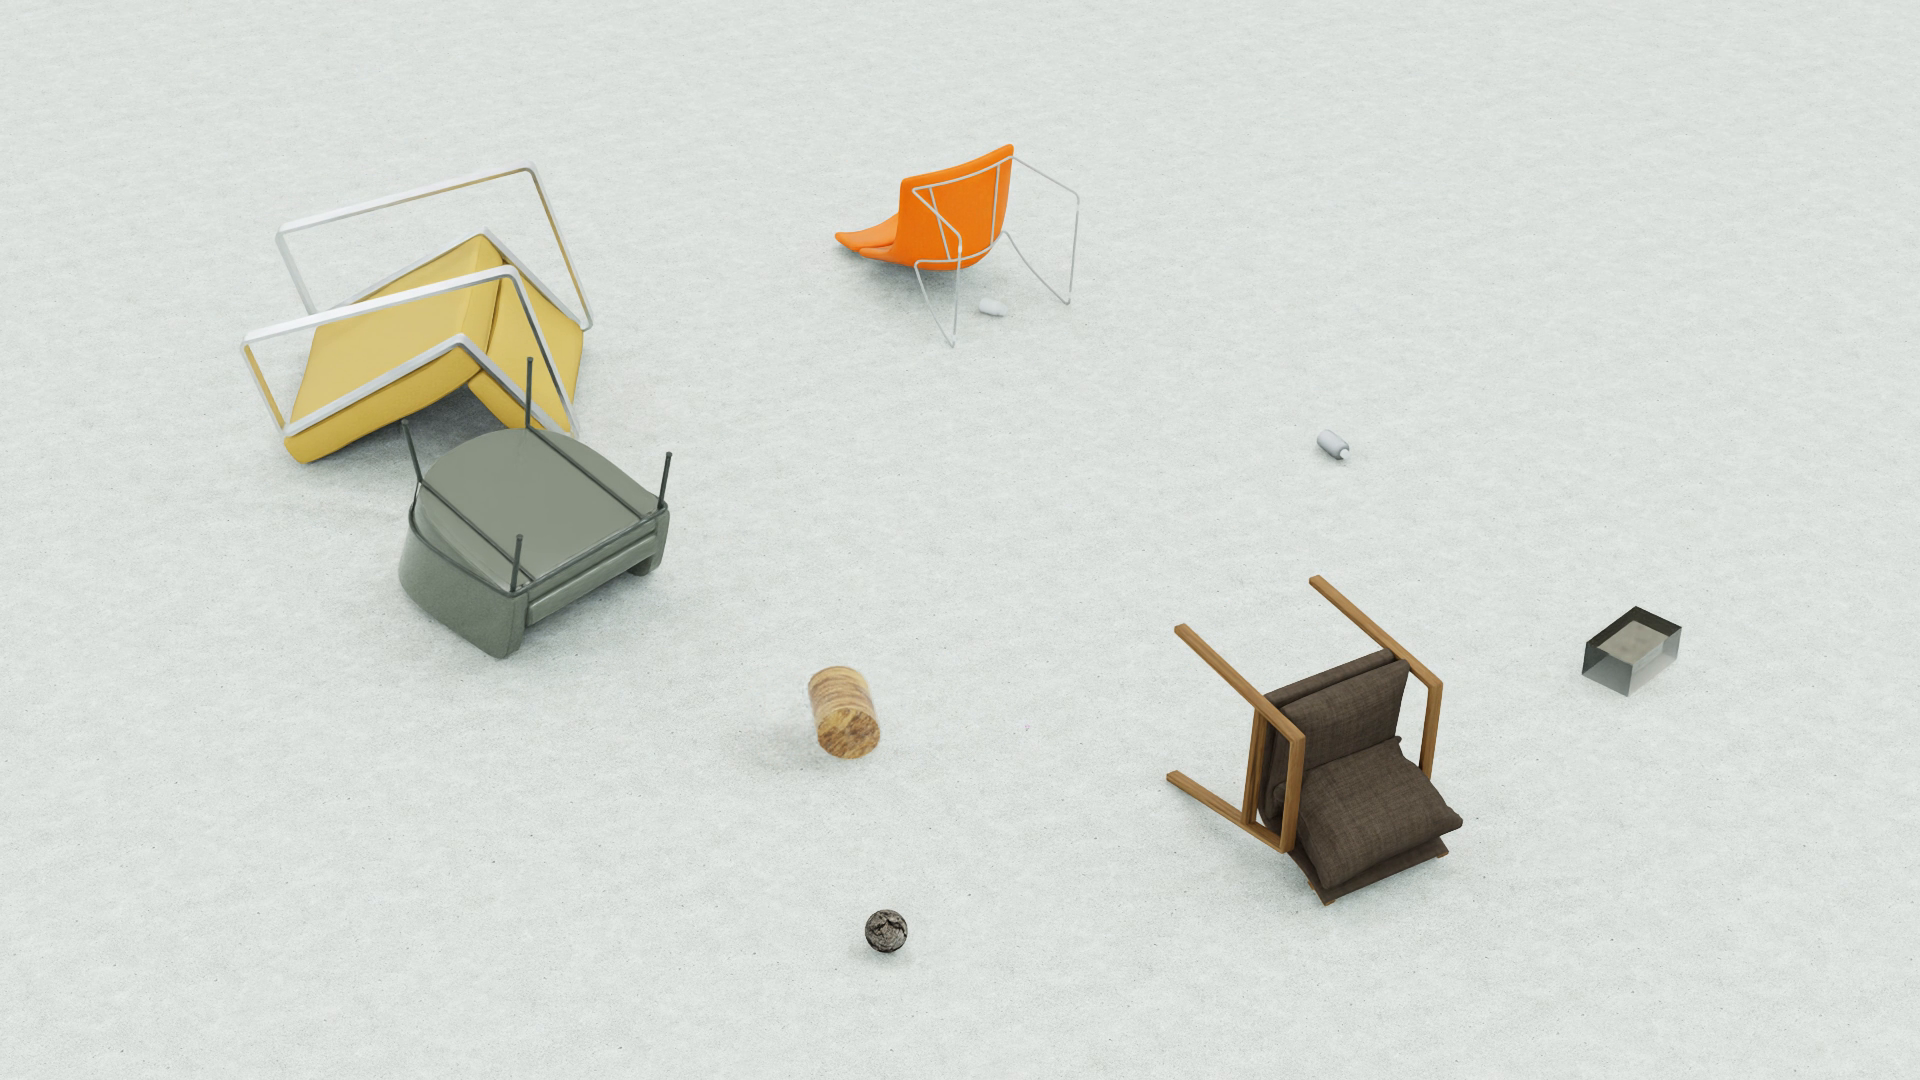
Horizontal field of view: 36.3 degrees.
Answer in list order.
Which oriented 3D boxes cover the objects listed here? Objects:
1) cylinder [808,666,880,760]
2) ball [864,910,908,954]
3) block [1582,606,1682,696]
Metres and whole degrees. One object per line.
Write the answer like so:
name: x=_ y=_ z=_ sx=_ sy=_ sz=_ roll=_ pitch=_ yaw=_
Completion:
cylinder: x=-0.394 y=0.580 z=9.873 sx=0.197 sy=0.224 sz=0.249 roll=-43 pitch=31 yaw=16
ball: x=-0.226 y=1.201 z=9.001 sx=0.133 sy=0.133 sz=0.133 roll=0 pitch=33 yaw=0
block: x=2.344 y=0.387 z=10.229 sx=0.190 sy=0.140 sz=0.310 roll=28 pitch=42 yaw=35
